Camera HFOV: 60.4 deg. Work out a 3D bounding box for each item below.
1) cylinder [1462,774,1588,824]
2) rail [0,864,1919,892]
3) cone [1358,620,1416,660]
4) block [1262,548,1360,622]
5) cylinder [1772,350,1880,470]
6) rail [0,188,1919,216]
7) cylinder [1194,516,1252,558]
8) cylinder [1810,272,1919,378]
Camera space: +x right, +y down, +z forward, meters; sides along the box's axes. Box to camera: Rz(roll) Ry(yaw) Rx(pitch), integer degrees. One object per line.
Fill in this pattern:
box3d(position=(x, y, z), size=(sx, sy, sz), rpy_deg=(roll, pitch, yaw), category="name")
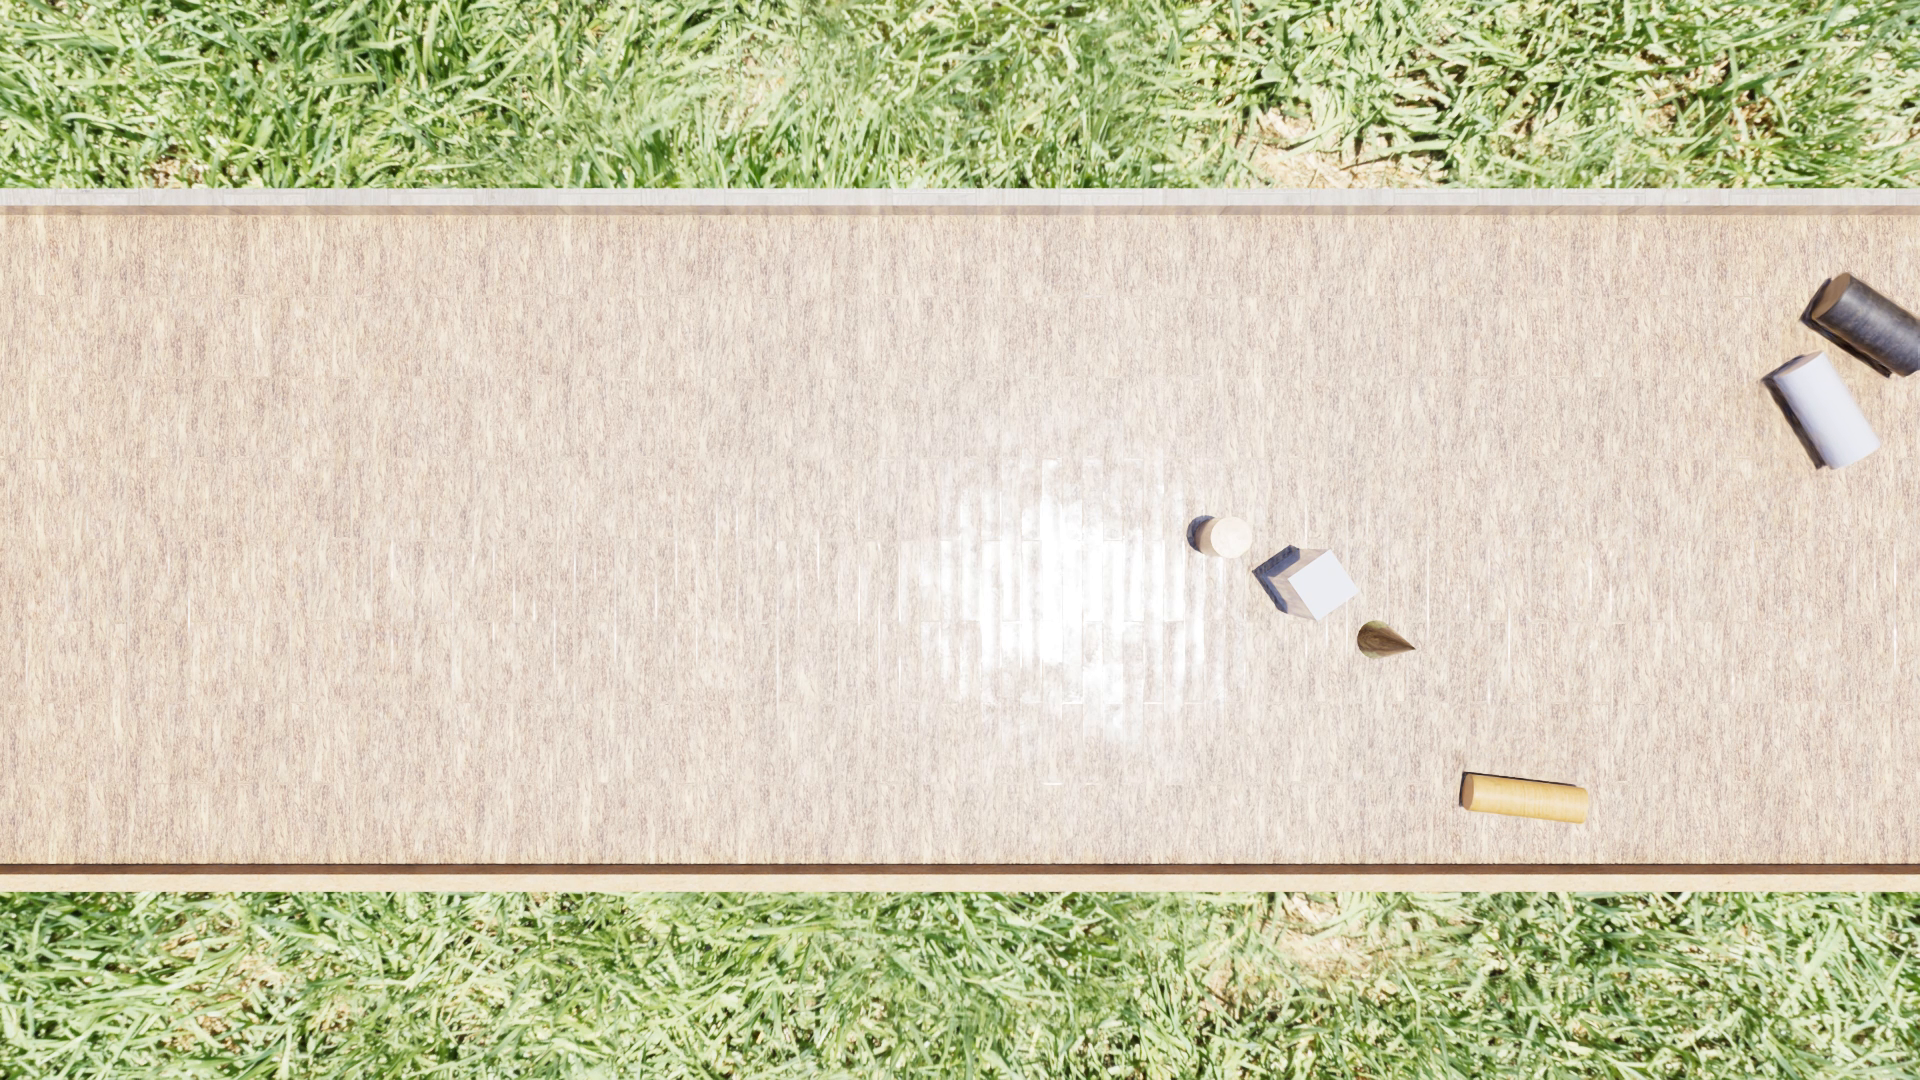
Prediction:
box3d(position=(1.719, 0.788, 5.021), size=(0.349, 0.111, 0.111), rpy_deg=(7, 90, 0), category="cylinder")
box3d(position=(-2.247, 1.025, 5.001), size=(12.000, 0.150, 0.050), rpy_deg=(0, 90, 0), category="rail")
box3d(position=(1.282, 0.307, 4.853), size=(0.120, 0.447, 0.120), rpy_deg=(0, 90, 0), category="cone")
box3d(position=(1.028, 0.128, 4.868), size=(0.146, 0.416, 0.146), rpy_deg=(-35, 90, 0), category="block")
box3d(position=(2.624, -0.393, 4.998), size=(0.156, 0.156, 0.328), rpy_deg=(-32, 90, 0), category="cylinder")
box3d(position=(-2.247, -1.025, 5.002), size=(12.000, 0.150, 0.050), rpy_deg=(0, 90, 0), category="rail")
box3d(position=(0.780, -0.007, 4.908), size=(0.119, 0.338, 0.119), rpy_deg=(0, 90, 0), category="cylinder")
box3d(position=(2.770, -0.651, 4.994), size=(0.325, 0.164, 0.164), rpy_deg=(33, 90, 0), category="cylinder")
